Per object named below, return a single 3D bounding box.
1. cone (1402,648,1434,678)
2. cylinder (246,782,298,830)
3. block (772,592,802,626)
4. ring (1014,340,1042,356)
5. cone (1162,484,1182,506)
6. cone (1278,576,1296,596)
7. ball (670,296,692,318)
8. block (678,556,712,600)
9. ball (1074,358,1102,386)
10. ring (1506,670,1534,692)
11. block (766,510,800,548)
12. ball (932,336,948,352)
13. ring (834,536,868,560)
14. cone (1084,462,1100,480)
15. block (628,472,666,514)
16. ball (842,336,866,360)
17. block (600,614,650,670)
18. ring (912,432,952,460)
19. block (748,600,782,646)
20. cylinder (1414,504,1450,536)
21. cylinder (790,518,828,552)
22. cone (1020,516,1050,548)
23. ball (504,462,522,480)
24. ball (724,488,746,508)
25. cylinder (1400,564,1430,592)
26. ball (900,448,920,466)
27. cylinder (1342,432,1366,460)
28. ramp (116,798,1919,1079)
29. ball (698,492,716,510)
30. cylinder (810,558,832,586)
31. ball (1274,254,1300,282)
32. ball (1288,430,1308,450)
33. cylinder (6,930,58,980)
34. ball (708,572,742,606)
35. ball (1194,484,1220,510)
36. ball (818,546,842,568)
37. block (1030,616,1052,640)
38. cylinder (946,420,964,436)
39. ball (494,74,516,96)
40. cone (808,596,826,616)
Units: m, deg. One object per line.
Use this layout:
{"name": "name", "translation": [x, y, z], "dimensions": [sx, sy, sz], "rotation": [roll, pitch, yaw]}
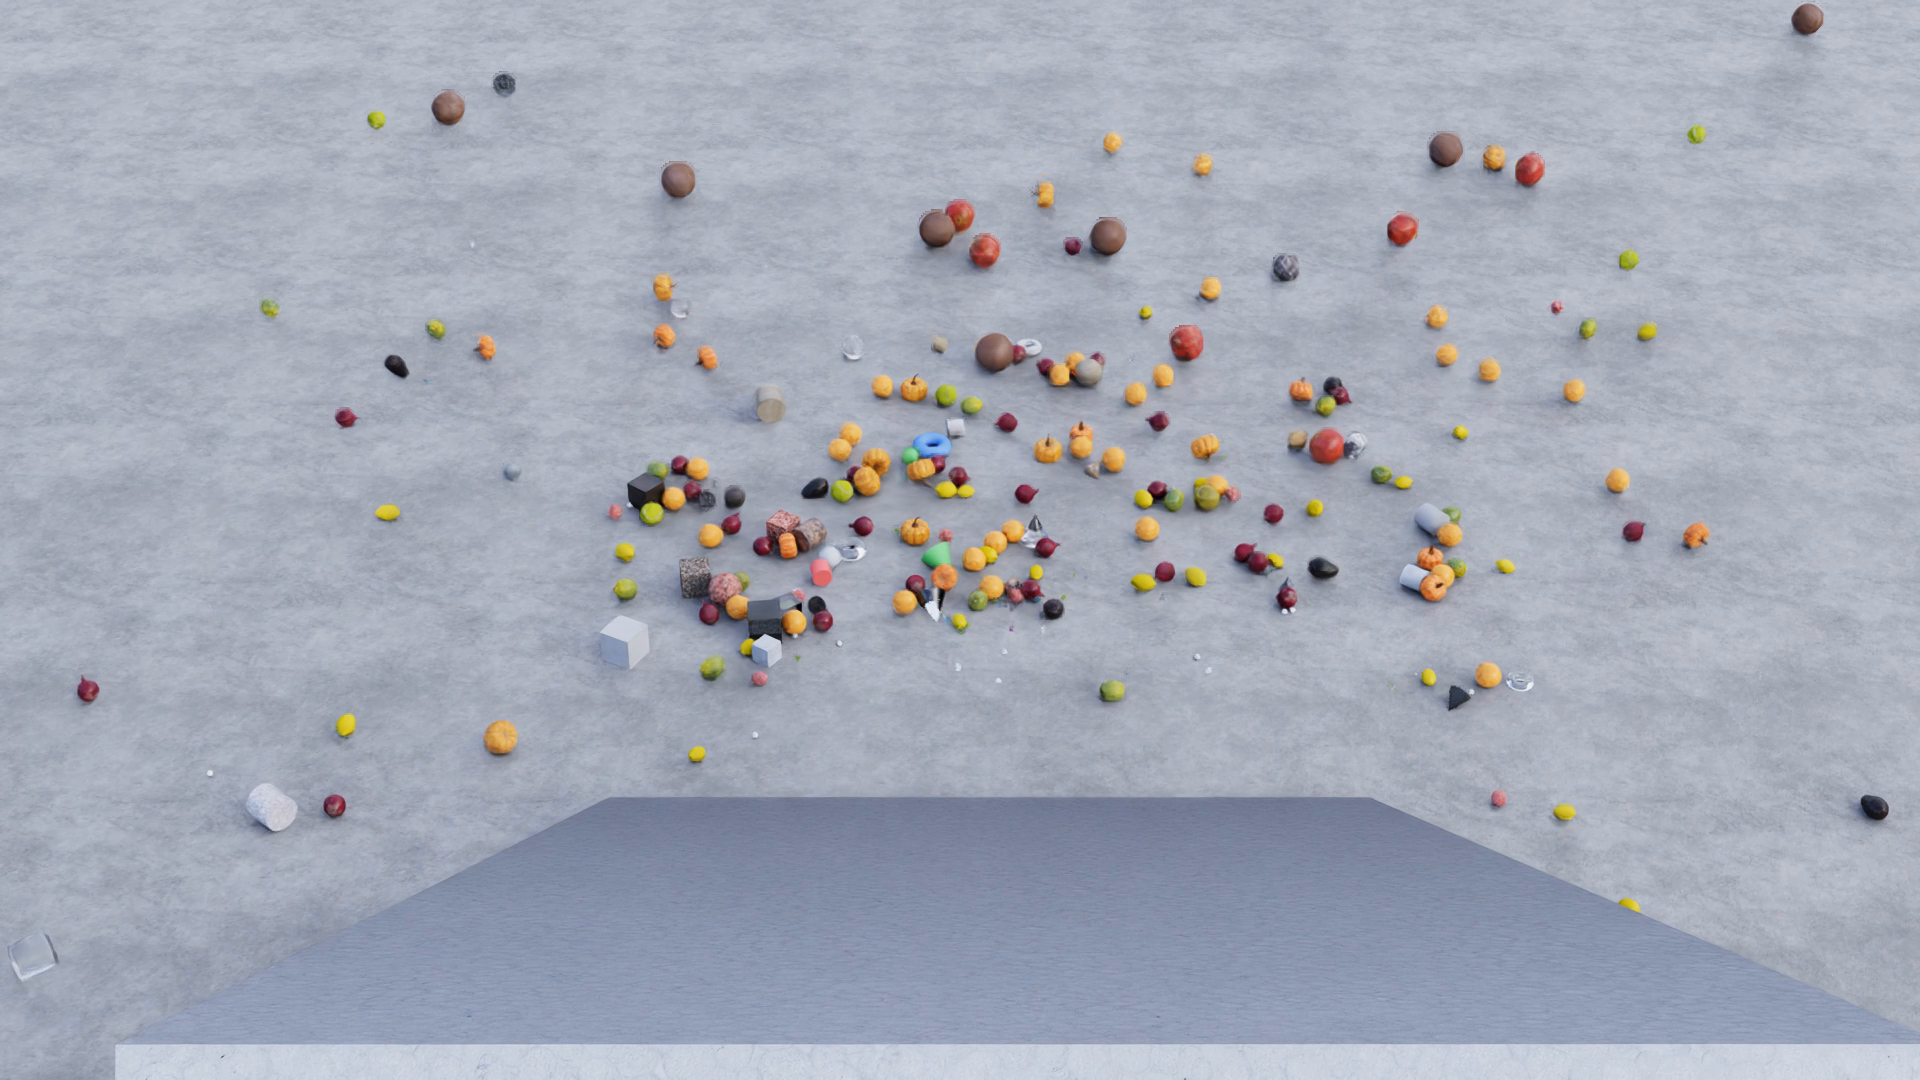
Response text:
{"name": "cone", "translation": [1.301, 0.370, 7.389], "dimensions": [0.092, 0.092, 0.092], "rotation": [-3, 30, 2]}
{"name": "cylinder", "translation": [-1.816, 0.704, 6.854], "dimensions": [0.094, 0.094, 0.094], "rotation": [29, 44, 35]}
{"name": "block", "translation": [-0.505, 0.203, 7.595], "dimensions": [0.064, 0.064, 0.064], "rotation": [-20, 40, -26]}
{"name": "ring", "translation": [0.233, -0.656, 8.852], "dimensions": [0.093, 0.031, 0.093], "rotation": [-1, 31, 0]}
{"name": "cone", "translation": [0.662, -0.149, 8.102], "dimensions": [0.061, 0.061, 0.061], "rotation": [0, 35, 0]}
{"name": "cone", "translation": [0.974, 0.128, 7.711], "dimensions": [0.054, 0.054, 0.054], "rotation": [0, 35, 0]}
{"name": "ball", "translation": [-0.968, -0.809, 9.033], "dimensions": [0.073, 0.073, 0.073], "rotation": [0, 35, 0]}
{"name": "block", "translation": [-0.785, 0.112, 7.707], "dimensions": [0.086, 0.086, 0.086], "rotation": [-6, 35, -9]}
{"name": "ball", "translation": [0.428, -0.559, 8.661], "dimensions": [0.091, 0.091, 0.091], "rotation": [0, 35, 0]}
{"name": "ring", "translation": [1.585, 0.399, 7.349], "dimensions": [0.077, 0.026, 0.077], "rotation": [-1, 35, 1]}
{"name": "block", "translation": [-0.538, -0.033, 7.923], "dimensions": [0.075, 0.075, 0.075], "rotation": [20, 40, 26]}
{"name": "ball", "translation": [-0.067, -0.664, 8.844], "dimensions": [0.054, 0.054, 0.054], "rotation": [0, 35, 0]}
{"name": "ring", "translation": [-0.334, 0.026, 7.874], "dimensions": [0.107, 0.036, 0.107], "rotation": [1, 34, 0]}
{"name": "cone", "translation": [0.430, -0.210, 8.221], "dimensions": [0.052, 0.052, 0.052], "rotation": [-19, 66, -25]}
{"name": "block", "translation": [-0.975, -0.147, 8.080], "dimensions": [0.081, 0.081, 0.081], "rotation": [25, 42, 31]}
{"name": "ball", "translation": [-0.359, -0.654, 8.804], "dimensions": [0.081, 0.081, 0.081], "rotation": [0, 35, 0]}
{"name": "block", "translation": [-0.960, 0.292, 7.439], "dimensions": [0.097, 0.097, 0.097], "rotation": [18, 39, 24]}
{"name": "ring", "translation": [-0.090, -0.301, 8.335], "dimensions": [0.126, 0.042, 0.126], "rotation": [1, 36, -1]}
{"name": "block", "translation": [-0.565, 0.240, 7.517], "dimensions": [0.094, 0.094, 0.094], "rotation": [-4, 35, -5]}
{"name": "cylinder", "translation": [1.447, -0.063, 7.965], "dimensions": [0.076, 0.076, 0.076], "rotation": [-22, 40, -28]}
{"name": "cylinder", "translation": [-0.460, -0.015, 7.893], "dimensions": [0.080, 0.080, 0.080], "rotation": [26, 42, 32]}
{"name": "cone", "translation": [0.229, -0.039, 7.917], "dimensions": [0.093, 0.093, 0.093], "rotation": [0, 35, 0]}
{"name": "ball", "translation": [-1.413, -0.219, 8.207], "dimensions": [0.054, 0.054, 0.054], "rotation": [0, 35, 0]}
{"name": "ball", "translation": [-0.700, -0.131, 8.070], "dimensions": [0.066, 0.066, 0.066], "rotation": [0, 35, 0]}
{"name": "cylinder", "translation": [1.354, 0.113, 7.722], "dimensions": [0.066, 0.066, 0.066], "rotation": [25, 42, 31]}
{"name": "ball", "translation": [-0.159, -0.267, 8.271], "dimensions": [0.058, 0.058, 0.058], "rotation": [0, 35, 0]}
{"name": "cylinder", "translation": [1.261, -0.302, 8.314], "dimensions": [0.066, 0.066, 0.066], "rotation": [14, 36, 19]}
{"name": "ramp", "translation": [0.077, 0.664, 4.834], "dimensions": [2.000, 0.100, 4.000], "rotation": [0, -2, 0]}
{"name": "ball", "translation": [-0.787, -0.123, 8.068], "dimensions": [0.056, 0.056, 0.056], "rotation": [0, 35, 0]}
{"name": "cylinder", "translation": [-0.414, 0.097, 7.752], "dimensions": [0.058, 0.058, 0.058], "rotation": [-7, 38, -10]}
{"name": "ball", "translation": [1.164, -0.969, 9.242], "dimensions": [0.095, 0.095, 0.095], "rotation": [0, 35, 0]}
{"name": "ball", "translation": [1.086, -0.322, 8.348], "dimensions": [0.061, 0.061, 0.061], "rotation": [0, 35, 0]}
{"name": "cylinder", "translation": [-2.284, 1.023, 6.398], "dimensions": [0.093, 0.093, 0.093], "rotation": [-23, 41, -29]}
{"name": "ball", "translation": [-0.693, 0.146, 7.647], "dimensions": [0.098, 0.098, 0.098], "rotation": [0, 35, 0]}
{"name": "ball", "translation": [0.764, -0.132, 8.059], "dimensions": [0.080, 0.080, 0.080], "rotation": [0, 35, 0]}
{"name": "ball", "translation": [-0.392, 0.053, 7.806], "dimensions": [0.068, 0.068, 0.068], "rotation": [0, 35, 0]}
{"name": "block", "translation": [0.233, 0.262, 7.544], "dimensions": [0.059, 0.059, 0.059], "rotation": [-2, 35, 0]}
{"name": "cylinder", "translation": [-0.016, -0.362, 8.413], "dimensions": [0.052, 0.052, 0.052], "rotation": [-7, 36, -9]}
{"name": "ball", "translation": [-1.838, -1.837, 10.487], "dimensions": [0.090, 0.090, 0.090], "rotation": [0, 35, 0]}
{"name": "cone", "translation": [-0.410, 0.190, 7.648], "dimensions": [0.057, 0.057, 0.057], "rotation": [13, 11, 18]}
